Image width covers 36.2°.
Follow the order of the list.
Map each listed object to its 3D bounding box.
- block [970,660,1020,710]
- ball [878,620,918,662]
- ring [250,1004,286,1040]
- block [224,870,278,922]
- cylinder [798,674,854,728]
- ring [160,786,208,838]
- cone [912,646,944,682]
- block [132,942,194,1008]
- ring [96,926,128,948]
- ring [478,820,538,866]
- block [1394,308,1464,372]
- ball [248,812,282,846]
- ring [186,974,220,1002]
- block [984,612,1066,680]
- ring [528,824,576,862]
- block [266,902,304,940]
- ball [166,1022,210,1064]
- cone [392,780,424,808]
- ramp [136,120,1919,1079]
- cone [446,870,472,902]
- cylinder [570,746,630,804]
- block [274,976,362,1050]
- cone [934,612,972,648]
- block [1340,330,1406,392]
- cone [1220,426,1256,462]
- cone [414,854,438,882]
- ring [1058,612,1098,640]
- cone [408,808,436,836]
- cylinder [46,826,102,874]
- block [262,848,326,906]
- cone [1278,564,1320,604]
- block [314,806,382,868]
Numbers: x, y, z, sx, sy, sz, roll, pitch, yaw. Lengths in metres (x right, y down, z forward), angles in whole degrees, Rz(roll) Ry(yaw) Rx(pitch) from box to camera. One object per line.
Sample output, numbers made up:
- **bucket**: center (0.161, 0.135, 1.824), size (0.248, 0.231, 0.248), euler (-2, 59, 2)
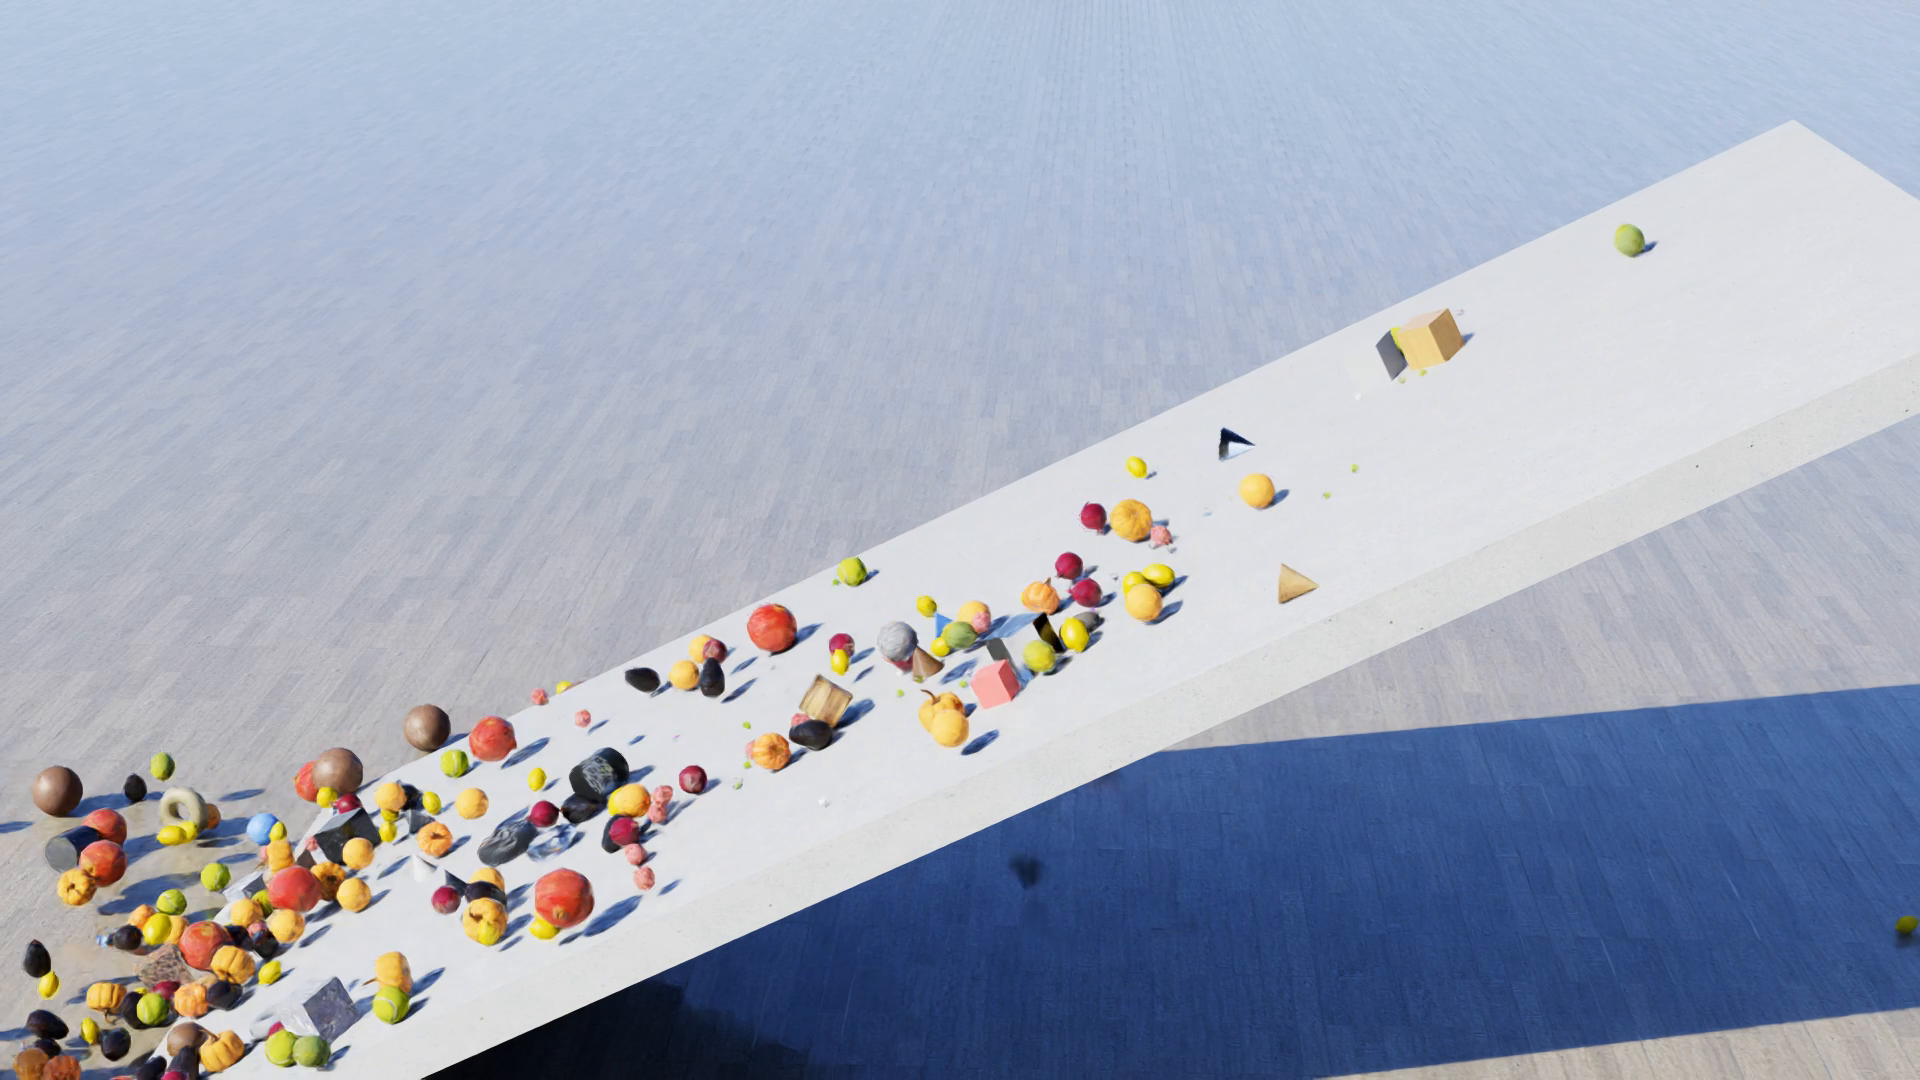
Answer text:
- **block**: center (0.068, 0.278, 5.654), size (0.062, 0.062, 0.062), euler (-21, 15, 25)
- **ball**: center (-0.124, 0.202, 5.853), size (0.081, 0.081, 0.081), euler (0, 16, 0)
- **ring**: center (-1.374, 0.964, 5.912), size (0.114, 0.038, 0.114), euler (-25, 12, 6)
- **block**: center (-1.641, 0.827, 6.837), size (0.082, 0.082, 0.082), euler (-13, 19, 45)
- **cylinder**: center (-0.275, 0.329, 5.995), size (0.083, 0.083, 0.083), euler (32, 17, -4)
- **ring**: center (-1.991, 0.698, 7.544), size (0.140, 0.140, 0.047), euler (6, 16, 20)
- **cone**: center (-0.081, 0.242, 6.051), size (0.072, 0.072, 0.072), euler (-26, 13, 7)
- **block**: center (-1.772, 0.967, 6.550), size (0.094, 0.094, 0.094), euler (-33, 14, -15)
- **ring**: center (-1.999, 0.936, 6.933), size (0.076, 0.025, 0.076), euler (1, 22, -1)
- **ring**: center (-0.968, 0.648, 6.294), size (0.139, 0.046, 0.139), euler (-25, 15, 7)
- **block**: center (1.027, -0.438, 6.426), size (0.092, 0.092, 0.092), euler (-13, 19, 46)
- **ball**: center (-1.759, 0.731, 7.437), size (0.083, 0.083, 0.083), euler (0, 16, 0)
- **ring**: center (-1.650, 0.975, 6.409), size (0.080, 0.027, 0.080), euler (-26, 21, 11)
- **block**: center (0.126, 0.208, 5.736), size (0.095, 0.095, 0.095), euler (-36, 16, -32)
- **ring**: center (-0.854, 0.634, 6.149), size (0.113, 0.038, 0.113), euler (-27, 14, 7)
- **block**: center (-1.505, 0.849, 6.559), size (0.052, 0.052, 0.052), euler (-23, 14, 18)
- **ball**: center (-1.566, 1.020, 5.964), size (0.086, 0.086, 0.086), euler (0, 16, 0)
- **cone**: center (-1.333, 0.618, 7.141), size (0.067, 0.067, 0.067), euler (3, 17, 9)
- **ramp**: center (0.138, 0.168, 6.281), size (4.000, 0.100, 2.000), euler (-25, 14, 10)
- **cone**: center (-1.069, 0.719, 6.188), size (0.061, 0.061, 0.061), euler (-26, 13, 7)
- **cylinder**: center (-0.774, 0.506, 6.318), size (0.092, 0.092, 0.092), euler (10, 28, 30)
- **block**: center (-1.246, 0.918, 5.707), size (0.098, 0.098, 0.098), euler (-15, 18, 42)
- **cone**: center (-0.012, 0.189, 6.200), size (0.077, 0.077, 0.077), euler (-1, 16, -5)
- **block**: center (0.912, -0.395, 6.491), size (0.090, 0.090, 0.090), euler (-17, 17, 36)
- **cone**: center (0.617, -0.209, 6.478), size (0.080, 0.080, 0.080), euler (5, 17, 12)
- **cone**: center (-1.187, 0.710, 6.456), size (0.057, 0.057, 0.057), euler (-26, 13, 7)
- **ring**: center (0.235, 0.170, 5.812), size (0.087, 0.029, 0.087), euler (-27, 12, 6)
- **cone**: center (-1.251, 0.653, 6.855), size (0.064, 0.064, 0.064), euler (-4, 17, -19)
- **cylinder**: center (-2.215, 0.772, 7.348), size (0.097, 0.097, 0.097), euler (6, 14, 19)
- **block**: center (-1.538, 0.782, 6.792), size (0.090, 0.090, 0.090), euler (-24, 14, 12)
- **cone**: center (0.624, 0.082, 5.381), size (0.075, 0.075, 0.075), euler (4, 17, 11)
- **block**: center (-1.436, 0.698, 6.901), size (0.093, 0.093, 0.093), euler (-19, 15, 30)
